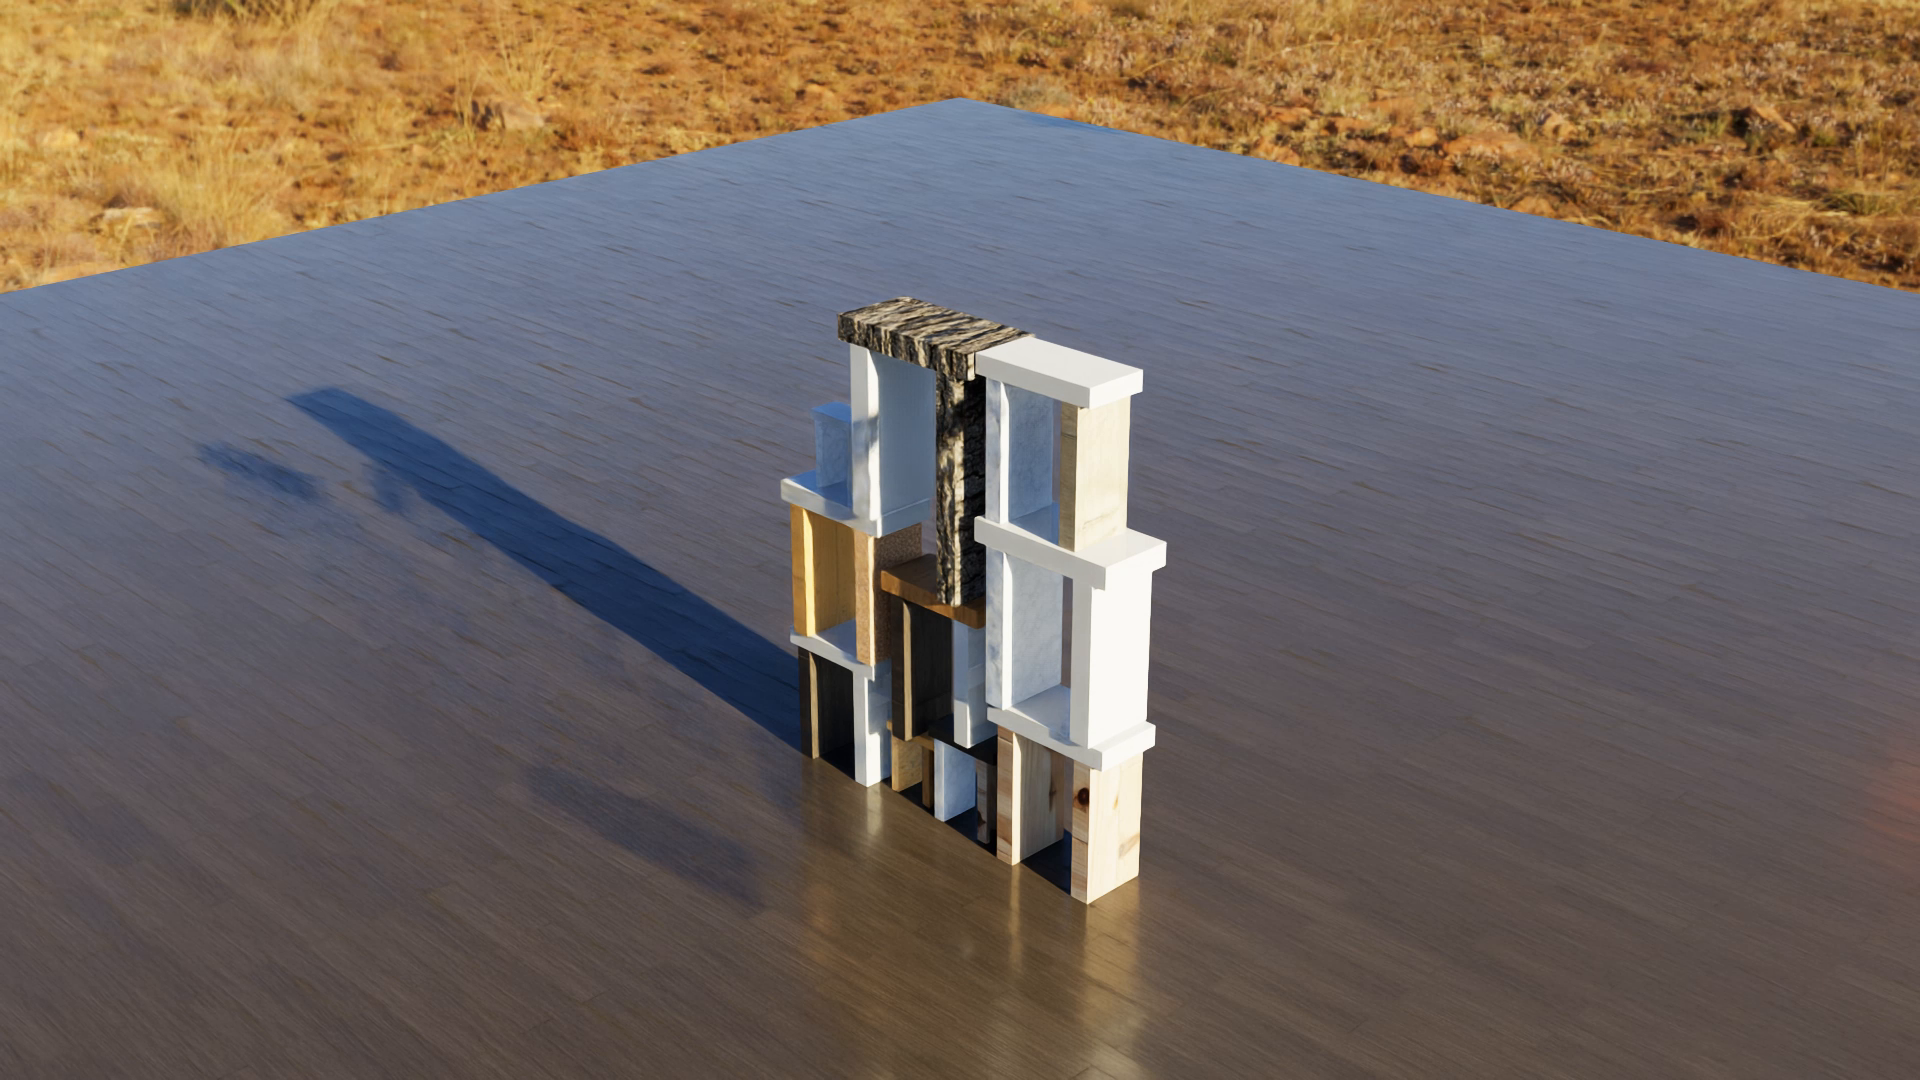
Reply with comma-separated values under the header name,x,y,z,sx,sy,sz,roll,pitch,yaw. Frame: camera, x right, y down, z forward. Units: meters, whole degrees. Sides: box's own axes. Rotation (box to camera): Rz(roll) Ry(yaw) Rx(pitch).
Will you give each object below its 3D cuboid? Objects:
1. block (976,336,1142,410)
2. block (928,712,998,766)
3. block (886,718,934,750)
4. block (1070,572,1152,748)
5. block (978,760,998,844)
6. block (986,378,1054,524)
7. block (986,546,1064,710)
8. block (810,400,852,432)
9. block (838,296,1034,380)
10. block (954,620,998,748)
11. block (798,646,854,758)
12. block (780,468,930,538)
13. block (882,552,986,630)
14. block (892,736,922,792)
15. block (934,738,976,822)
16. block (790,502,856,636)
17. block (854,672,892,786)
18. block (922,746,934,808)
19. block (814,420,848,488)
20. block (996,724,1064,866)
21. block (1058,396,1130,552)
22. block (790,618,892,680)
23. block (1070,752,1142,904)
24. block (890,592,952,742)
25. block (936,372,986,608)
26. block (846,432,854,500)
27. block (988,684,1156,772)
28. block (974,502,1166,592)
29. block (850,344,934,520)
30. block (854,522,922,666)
name,x,y,z,sx,sy,sz,roll,pitch,yaw
block,0.174,-0.299,3.905,0.275,0.039,0.138,21,31,40
block,0.033,0.390,4.347,0.090,0.026,0.181,-21,31,-41
block,-0.078,0.387,4.477,0.136,0.019,0.068,21,31,40
block,0.275,0.203,4.011,0.046,0.324,0.162,21,31,41
block,0.075,0.501,4.348,0.026,0.181,0.090,21,31,41
block,0.109,-0.179,4.026,0.138,0.275,0.039,-21,31,-41
block,0.122,0.143,4.151,0.046,0.324,0.162,21,31,41
block,-0.225,-0.243,4.364,0.070,0.020,0.140,-21,31,-41
block,-0.047,-0.380,4.116,0.348,0.049,0.174,21,31,41
block,0.049,0.260,4.280,0.132,0.265,0.037,-21,31,-41
block,-0.280,0.325,4.669,0.036,0.255,0.127,21,31,41
block,-0.211,-0.082,4.420,0.144,0.041,0.288,-21,31,-41
block,-0.014,0.097,4.277,0.265,0.037,0.132,21,31,41
block,-0.109,0.445,4.537,0.019,0.136,0.068,21,31,41
block,-0.010,0.468,4.426,0.026,0.181,0.090,21,31,41
block,-0.279,0.043,4.547,0.041,0.288,0.144,21,31,41
block,-0.160,0.372,4.558,0.127,0.255,0.036,-21,31,-41
block,-0.045,0.470,4.478,0.019,0.136,0.068,21,31,41
block,-0.257,-0.182,4.425,0.070,0.140,0.020,-21,31,-41
block,0.138,0.471,4.275,0.042,0.293,0.147,21,31,41
block,0.239,-0.129,3.907,0.138,0.275,0.039,-21,31,-41
block,-0.220,0.215,4.557,0.255,0.036,0.127,21,31,41
block,0.277,0.525,4.147,0.147,0.293,0.042,-21,31,-41
block,-0.077,0.235,4.404,0.037,0.316,0.132,21,31,40
block,0.035,-0.114,4.140,0.174,0.459,0.049,-21,31,-40
block,-0.192,-0.156,4.364,0.020,0.139,0.070,21,31,41
block,0.208,0.344,4.145,0.293,0.042,0.147,21,31,41
block,0.198,0.002,4.009,0.324,0.046,0.162,21,31,41
block,-0.129,-0.229,4.270,0.049,0.348,0.174,21,31,41
block,-0.143,0.096,4.422,0.144,0.288,0.041,-21,31,-41
